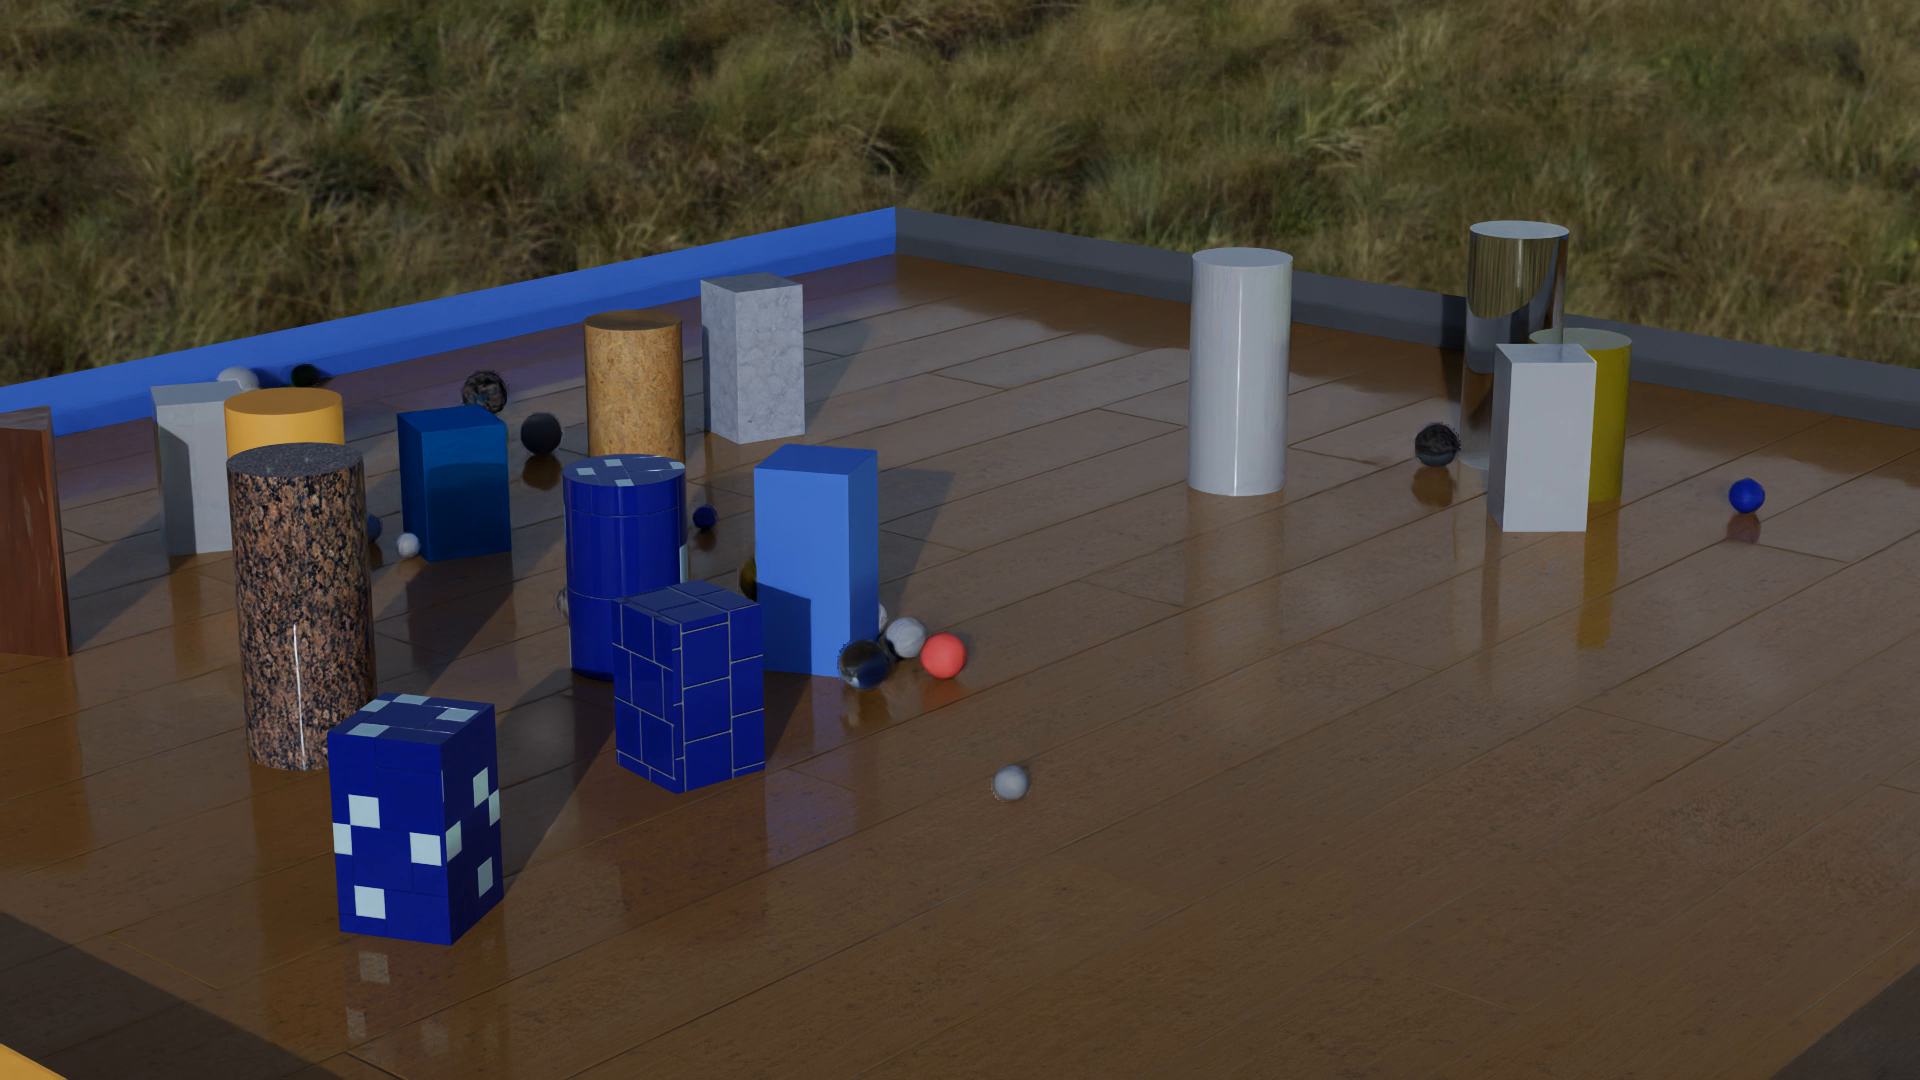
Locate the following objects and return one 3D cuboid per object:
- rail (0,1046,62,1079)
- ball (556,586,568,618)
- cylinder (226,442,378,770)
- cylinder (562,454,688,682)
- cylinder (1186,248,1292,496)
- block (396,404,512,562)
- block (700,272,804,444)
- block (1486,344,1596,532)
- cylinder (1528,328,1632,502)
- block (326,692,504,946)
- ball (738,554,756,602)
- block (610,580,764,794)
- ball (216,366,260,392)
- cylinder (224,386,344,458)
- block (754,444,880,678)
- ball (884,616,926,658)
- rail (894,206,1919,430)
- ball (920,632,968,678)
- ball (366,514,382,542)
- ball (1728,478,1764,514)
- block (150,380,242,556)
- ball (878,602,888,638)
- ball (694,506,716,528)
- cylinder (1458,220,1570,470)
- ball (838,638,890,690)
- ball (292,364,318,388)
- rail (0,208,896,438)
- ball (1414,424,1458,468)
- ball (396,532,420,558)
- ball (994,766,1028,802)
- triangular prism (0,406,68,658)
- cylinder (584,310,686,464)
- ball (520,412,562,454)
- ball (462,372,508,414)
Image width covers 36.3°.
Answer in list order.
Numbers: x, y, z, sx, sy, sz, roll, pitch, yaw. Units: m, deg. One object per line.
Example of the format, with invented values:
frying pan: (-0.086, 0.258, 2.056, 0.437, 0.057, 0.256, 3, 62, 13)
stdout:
rail: (-1.424, 0.505, 3.549, 4.287, 0.127, 0.045, 14, 22, 39)
ball: (-0.655, 0.105, 4.992, 0.062, 0.062, 0.062, 0, 17, 0)
cylinder: (-0.973, 0.097, 4.352, 0.196, 0.448, 0.196, 0, 17, 0)
cylinder: (-0.538, 0.044, 4.741, 0.196, 0.326, 0.196, 0, 17, 0)
cylinder: (0.549, -0.332, 5.764, 0.196, 0.455, 0.196, 0, 17, 0)
block: (-0.928, -0.106, 5.382, 0.157, 0.243, 0.157, -8, 19, -25)
block: (-0.436, -0.385, 6.170, 0.157, 0.321, 0.157, -10, 20, -31)
block: (1.095, -0.194, 5.530, 0.157, 0.325, 0.157, 0, 17, -1)
cylinder: (1.206, -0.246, 5.741, 0.196, 0.303, 0.196, 0, 17, 0)
block: (-0.701, 0.358, 3.789, 0.157, 0.273, 0.157, 5, 17, 16)
ball: (-0.339, 0.067, 5.073, 0.090, 0.090, 0.090, 0, 17, 0)
block: (-0.399, 0.213, 4.301, 0.157, 0.256, 0.157, -13, 21, -37)
ball: (-1.572, -0.332, 6.386, 0.096, 0.096, 0.096, 0, 17, 0)
cylinder: (-1.148, -0.062, 5.025, 0.196, 0.364, 0.196, 0, 17, 0)
block: (-0.231, 0.032, 4.757, 0.157, 0.339, 0.157, 5, 17, 15)
ball: (-0.089, 0.160, 4.800, 0.068, 0.068, 0.068, 0, 17, 0)
rail: (1.424, -0.442, 6.691, 4.287, 0.127, 0.045, 14, 22, 39)
ball: (-0.026, 0.185, 4.705, 0.075, 0.075, 0.075, 0, 17, 0)
ball: (-1.099, -0.022, 5.431, 0.054, 0.054, 0.054, 0, 17, 0)
ball: (1.507, -0.085, 5.615, 0.067, 0.067, 0.067, 0, 17, 0)
block: (-1.396, -0.134, 5.407, 0.157, 0.282, 0.157, -6, 18, -18)
ball: (-0.154, 0.134, 4.889, 0.068, 0.068, 0.068, 0, 17, 0)
ball: (-0.480, -0.043, 5.517, 0.043, 0.043, 0.043, 0, 17, 0)
cylinder: (1.118, -0.392, 5.927, 0.196, 0.476, 0.196, 0, 17, 0)
ball: (-0.153, 0.197, 4.656, 0.081, 0.081, 0.081, 0, 17, 0)
ball: (-1.467, -0.364, 6.558, 0.057, 0.057, 0.057, 0, 17, 0)
rail: (-1.601, -0.369, 6.451, 0.045, 0.127, 4.392, 14, 22, 39)
ball: (0.963, -0.191, 5.929, 0.088, 0.088, 0.088, 0, 17, 0)
ball: (-1.005, 0.010, 5.339, 0.045, 0.045, 0.045, 0, 17, 0)
ball: (0.073, 0.349, 4.205, 0.051, 0.051, 0.051, 0, 17, 0)
triangular prism: (-1.530, -0.018, 4.843, 0.170, 0.386, 0.147, 5, 17, 15)
cylinder: (-0.657, -0.299, 5.924, 0.196, 0.298, 0.196, 0, 17, 0)
ball: (-0.861, -0.218, 6.027, 0.085, 0.085, 0.085, 0, 17, 0)
ball: (-1.026, -0.315, 6.326, 0.098, 0.098, 0.098, 0, 17, 0)
